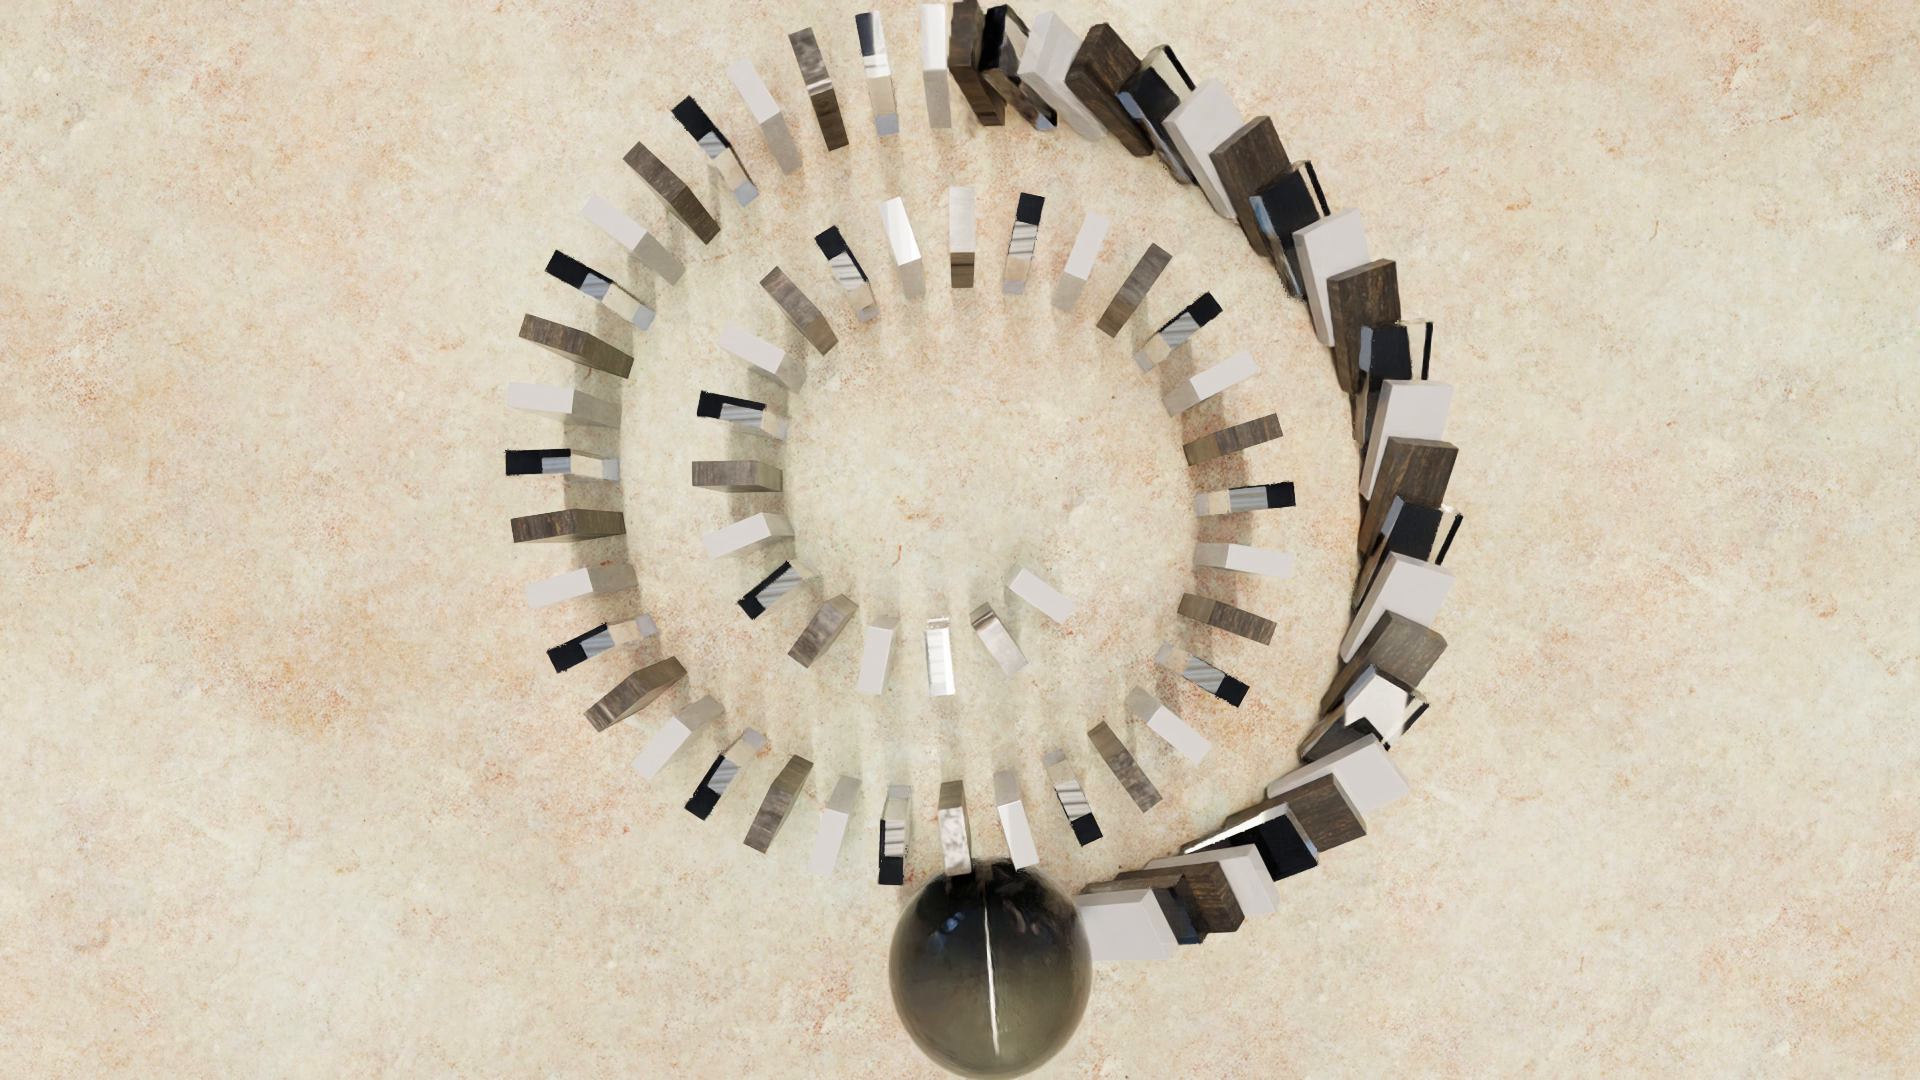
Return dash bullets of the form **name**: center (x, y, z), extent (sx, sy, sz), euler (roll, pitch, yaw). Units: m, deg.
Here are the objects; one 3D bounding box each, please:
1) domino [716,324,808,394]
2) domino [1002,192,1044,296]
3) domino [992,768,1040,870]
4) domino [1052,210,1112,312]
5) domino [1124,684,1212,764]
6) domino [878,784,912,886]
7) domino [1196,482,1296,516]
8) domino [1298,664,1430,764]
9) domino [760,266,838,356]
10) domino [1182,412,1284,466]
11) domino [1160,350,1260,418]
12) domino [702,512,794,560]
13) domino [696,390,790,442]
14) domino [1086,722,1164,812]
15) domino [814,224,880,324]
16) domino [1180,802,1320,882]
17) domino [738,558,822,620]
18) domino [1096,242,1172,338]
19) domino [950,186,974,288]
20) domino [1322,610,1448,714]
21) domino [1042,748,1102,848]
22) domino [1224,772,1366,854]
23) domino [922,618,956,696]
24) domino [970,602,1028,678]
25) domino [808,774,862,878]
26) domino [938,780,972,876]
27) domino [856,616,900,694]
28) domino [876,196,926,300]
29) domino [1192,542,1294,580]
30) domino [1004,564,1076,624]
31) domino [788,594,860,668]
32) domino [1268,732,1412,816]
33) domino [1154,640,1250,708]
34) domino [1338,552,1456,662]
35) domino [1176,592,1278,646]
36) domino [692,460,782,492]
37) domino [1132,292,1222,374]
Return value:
- **domino**: center (-0.080, -0.073, 0.375), extent (0.025, 0.050, 0.009), euler (27, 90, 0)
- **domino**: center (0.025, -0.120, 0.375), extent (0.009, 0.050, 0.025), euler (12, 90, 0)
- **domino**: center (0.022, 0.113, 0.375), extent (0.009, 0.050, 0.025), euler (-16, 90, 0)
- **domino**: center (0.049, -0.113, 0.375), extent (0.009, 0.050, 0.025), euler (22, 90, 0)
- **domino**: center (0.084, 0.074, 0.375), extent (0.025, 0.050, 0.010), euler (39, 90, 0)
- **domino**: center (-0.026, 0.119, 0.375), extent (0.009, 0.050, 0.025), euler (2, 90, 0)
- **domino**: center (0.116, -0.016, 0.375), extent (0.025, 0.050, 0.009), euler (-6, 90, 0)
- **domino**: center (0.169, 0.079, 0.385), extent (0.025, 0.009, 0.050), euler (30, 115, 0)
- **domino**: center (-0.065, -0.093, 0.375), extent (0.010, 0.050, 0.025), euler (-43, 90, 0)
- **domino**: center (0.110, -0.040, 0.375), extent (0.025, 0.050, 0.010), euler (-18, 90, 0)
- **domino**: center (0.101, -0.063, 0.375), extent (0.025, 0.050, 0.009), euler (-27, 90, 0)
- **domino**: center (-0.086, -0.002, 0.375), extent (0.025, 0.050, 0.010), euler (-22, 90, 0)
- **domino**: center (-0.088, -0.050, 0.375), extent (0.025, 0.050, 0.009), euler (12, 90, 0)
- **domino**: center (0.066, 0.092, 0.375), extent (0.009, 0.050, 0.025), euler (-37, 90, 0)
- **domino**: center (-0.045, -0.107, 0.375), extent (0.009, 0.050, 0.025), euler (-32, 90, 0)
- **domino**: center (0.121, 0.132, 0.385), extent (0.050, 0.009, 0.025), euler (-33, 90, 25)
- **domino**: center (-0.073, 0.019, 0.375), extent (0.025, 0.050, 0.009), euler (-39, 90, 0)
- **domino**: center (0.070, -0.101, 0.375), extent (0.009, 0.050, 0.025), euler (35, 90, 0)
- **domino**: center (0.001, -0.123, 0.375), extent (0.009, 0.050, 0.025), euler (0, 90, 0)
- **domino**: center (0.178, 0.056, 0.386), extent (0.025, 0.009, 0.050), euler (25, 114, 0)
- **domino**: center (0.045, 0.104, 0.375), extent (0.010, 0.050, 0.025), euler (-25, 90, 0)
- **domino**: center (0.140, 0.120, 0.385), extent (0.050, 0.010, 0.025), euler (-33, 90, 25)
- **domino**: center (-0.008, 0.047, 0.375), extent (0.009, 0.050, 0.025), euler (-6, 90, 0)
- **domino**: center (0.015, 0.040, 0.375), extent (0.009, 0.050, 0.025), euler (-35, 90, 0)
- **domino**: center (-0.050, 0.116, 0.375), extent (0.009, 0.050, 0.025), euler (16, 90, 0)
- **domino**: center (-0.002, 0.116, 0.374), extent (0.009, 0.050, 0.025), euler (-9, 87, 0)
- **domino**: center (-0.033, 0.046, 0.375), extent (0.009, 0.050, 0.025), euler (11, 90, 0)
- **domino**: center (-0.023, -0.118, 0.375), extent (0.009, 0.050, 0.025), euler (-19, 90, 0)
- **domino**: center (0.115, 0.008, 0.375), extent (0.025, 0.050, 0.009), euler (10, 90, 0)
- **domino**: center (0.032, 0.022, 0.375), extent (0.025, 0.050, 0.010), euler (35, 90, 0)
- **domino**: center (-0.055, 0.036, 0.375), extent (0.009, 0.050, 0.025), euler (36, 90, 0)
- **domino**: center (0.158, 0.104, 0.385), extent (0.050, 0.010, 0.025), euler (-37, 90, 25)
- **domino**: center (0.098, 0.054, 0.375), extent (0.025, 0.050, 0.009), euler (29, 90, 0)
- **domino**: center (0.183, 0.032, 0.386), extent (0.025, 0.010, 0.050), euler (17, 114, 0)
- **domino**: center (0.108, 0.032, 0.375), extent (0.025, 0.050, 0.010), euler (20, 90, 0)
- **domino**: center (-0.090, -0.026, 0.375), extent (0.025, 0.050, 0.010), euler (-1, 90, 0)
- **domino**: center (0.088, -0.084, 0.375), extent (0.025, 0.050, 0.009), euler (-38, 90, 0)
